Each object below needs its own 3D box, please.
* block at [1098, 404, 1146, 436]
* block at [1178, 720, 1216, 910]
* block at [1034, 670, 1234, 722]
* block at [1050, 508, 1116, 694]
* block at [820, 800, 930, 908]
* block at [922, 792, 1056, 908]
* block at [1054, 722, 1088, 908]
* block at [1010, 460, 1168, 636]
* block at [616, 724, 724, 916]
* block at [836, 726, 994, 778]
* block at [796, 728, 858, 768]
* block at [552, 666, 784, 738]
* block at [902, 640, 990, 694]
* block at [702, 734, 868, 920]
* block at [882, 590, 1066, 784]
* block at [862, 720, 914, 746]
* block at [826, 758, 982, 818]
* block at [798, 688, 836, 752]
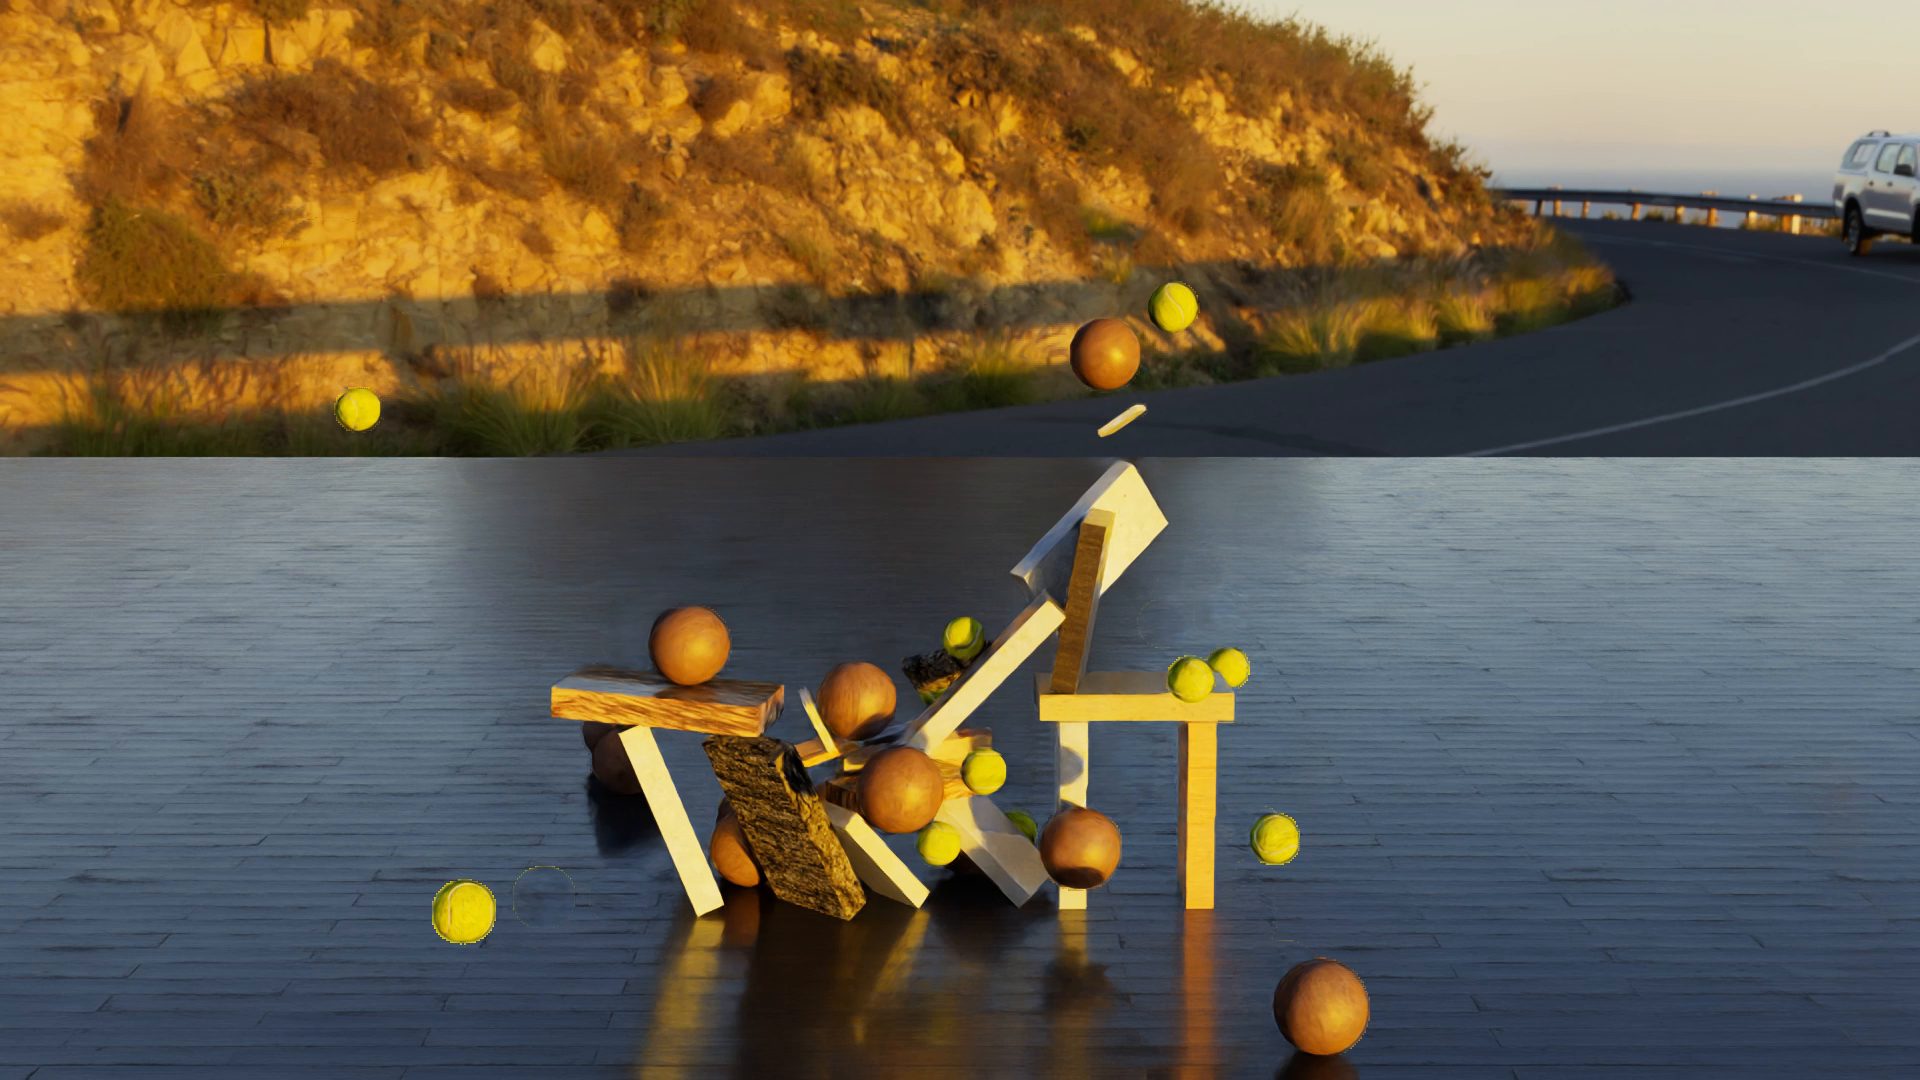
[{"bbox_3d":[0.341,-0.251,4.624,0.101,0.014,0.050,-34,-11,26],"label":"block"},{"bbox_3d":[0.391,0.435,3.643,0.044,0.313,0.157,0,10,0],"label":"block"},{"bbox_3d":[0.283,0.256,3.623,0.313,0.044,0.157,0,10,-2],"label":"block"},{"bbox_3d":[0.200,0.098,3.576,0.040,0.280,0.140,12,12,8],"label":"block"},{"bbox_3d":[-0.155,0.509,3.578,0.115,0.230,0.033,11,58,46],"label":"block"},{"bbox_3d":[0.049,0.495,3.653,0.230,0.033,0.115,46,29,6],"label":"block"},{"bbox_3d":[0.183,0.434,3.644,0.044,0.313,0.157,0,10,0],"label":"block"},{"bbox_3d":[0.218,0.013,3.681,0.280,0.140,0.040,-46,33,-19],"label":"block"},{"bbox_3d":[-0.481,0.434,3.603,0.048,0.336,0.168,-23,15,-9],"label":"block"},{"bbox_3d":[-0.075,0.369,3.673,0.276,0.078,0.022,-7,32,-27],"label":"block"},{"bbox_3d":[-0.223,0.341,3.600,0.101,0.014,0.050,-19,30,-14],"label":"block"},{"bbox_3d":[-0.467,0.257,3.532,0.336,0.048,0.168,5,10,9],"label":"block"},{"bbox_3d":[-0.011,0.212,3.680,0.156,0.078,0.022,-13,51,17],"label":"block"},{"bbox_3d":[-0.280,0.454,3.522,0.168,0.336,0.048,9,41,41],"label":"block"},{"bbox_3d":[0.022,0.234,3.533,0.040,0.374,0.140,44,4,-4],"label":"block"},{"bbox_3d":[-0.085,0.344,3.686,0.156,0.078,0.022,-15,29,-22],"label":"block"},{"bbox_3d":[-0.091,0.400,3.561,0.230,0.033,0.115,-7,13,-39],"label":"block"},{"bbox_3d":[-0.231,0.292,3.569,0.014,0.101,0.050,-25,30,-1],"label":"block"}]
